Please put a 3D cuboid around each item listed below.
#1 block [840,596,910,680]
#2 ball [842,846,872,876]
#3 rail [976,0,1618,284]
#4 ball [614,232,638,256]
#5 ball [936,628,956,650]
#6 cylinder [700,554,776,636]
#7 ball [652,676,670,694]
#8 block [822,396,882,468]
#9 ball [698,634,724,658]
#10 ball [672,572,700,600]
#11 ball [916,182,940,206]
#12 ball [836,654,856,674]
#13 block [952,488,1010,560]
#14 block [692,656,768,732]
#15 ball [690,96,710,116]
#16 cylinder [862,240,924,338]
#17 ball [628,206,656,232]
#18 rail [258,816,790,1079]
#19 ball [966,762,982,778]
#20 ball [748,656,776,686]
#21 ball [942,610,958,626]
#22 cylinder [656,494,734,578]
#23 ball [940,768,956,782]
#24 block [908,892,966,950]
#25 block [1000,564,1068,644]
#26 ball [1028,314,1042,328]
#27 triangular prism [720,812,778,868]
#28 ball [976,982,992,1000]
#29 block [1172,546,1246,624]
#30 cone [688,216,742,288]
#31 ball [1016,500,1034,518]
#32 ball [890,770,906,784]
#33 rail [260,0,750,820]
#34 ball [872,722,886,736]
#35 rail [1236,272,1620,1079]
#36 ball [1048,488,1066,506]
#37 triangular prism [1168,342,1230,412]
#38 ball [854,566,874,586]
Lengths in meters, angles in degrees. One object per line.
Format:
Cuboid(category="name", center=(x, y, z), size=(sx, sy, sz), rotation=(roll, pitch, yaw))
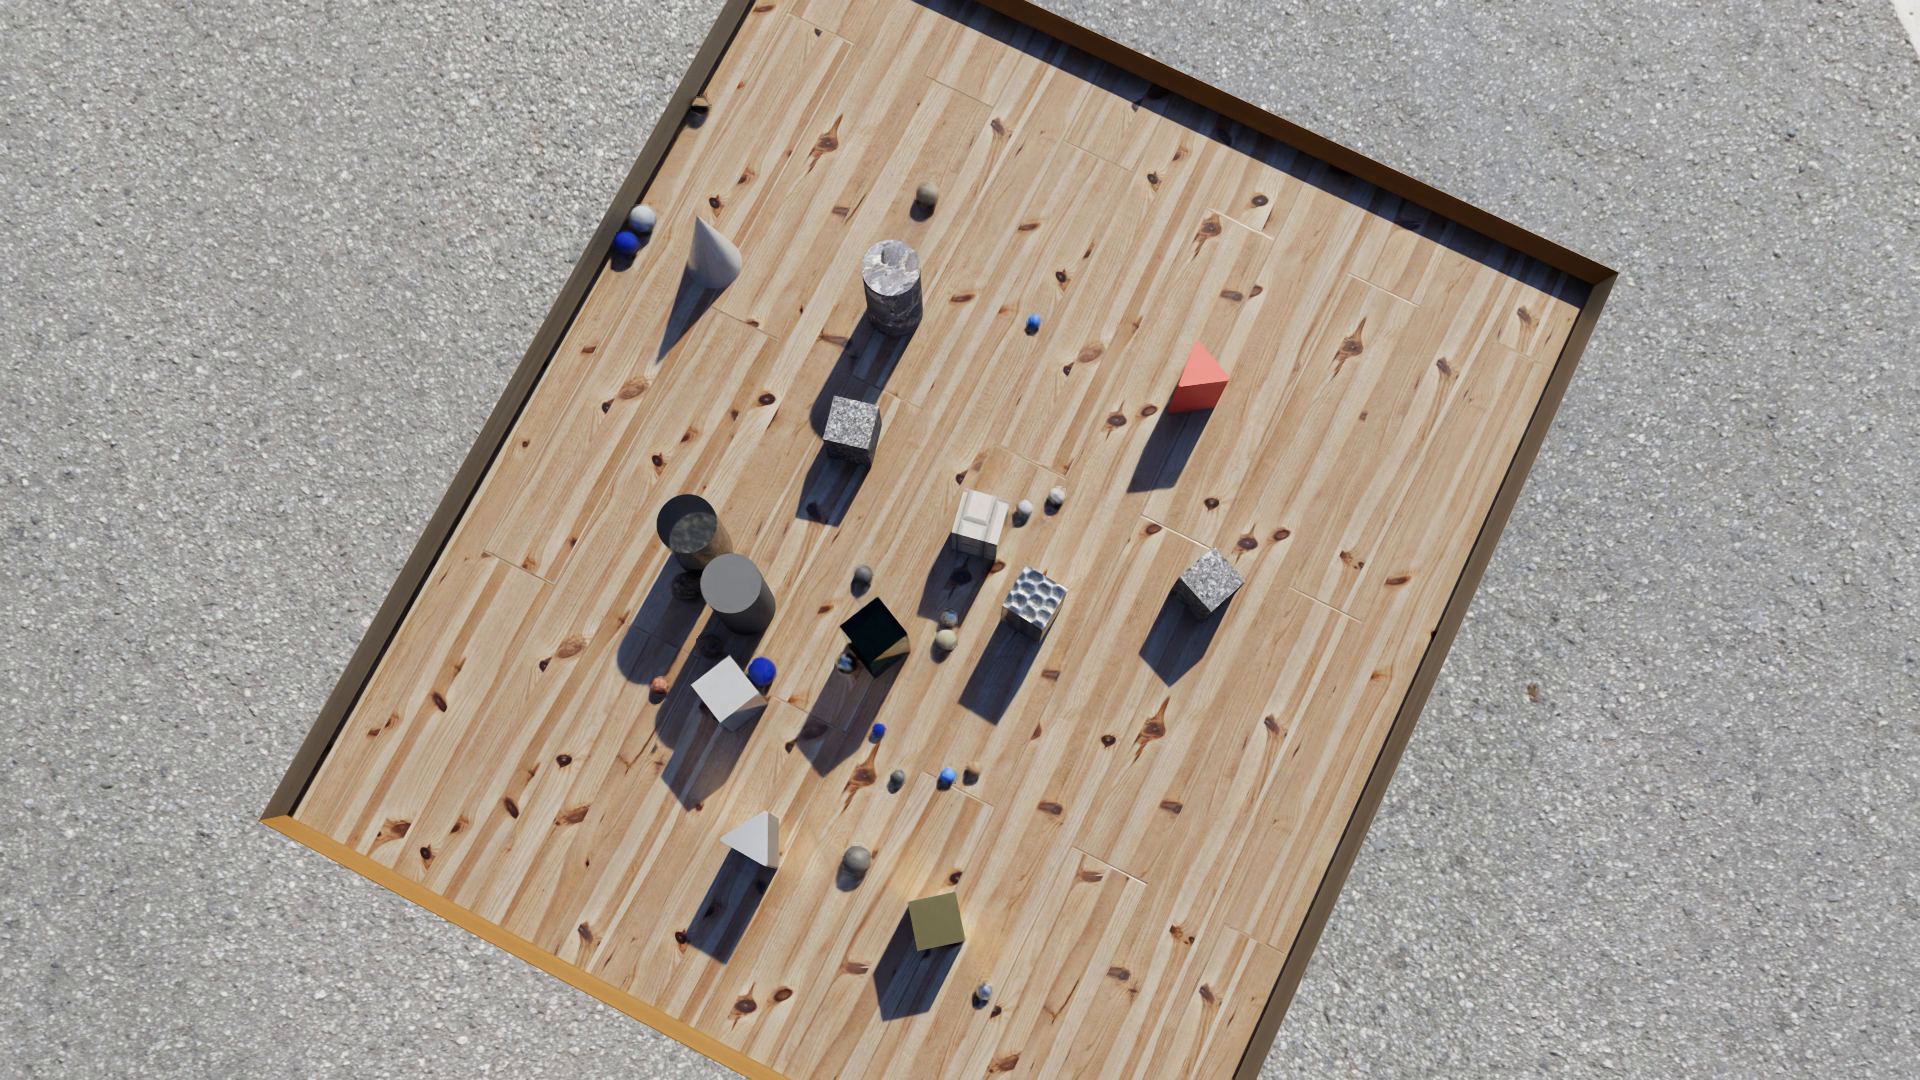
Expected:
Cuboid(category="block", center=(-0.246, 0.291, 5.381), size=(0.138, 0.344, 0.138), rotation=(-38, 81, -7))
Cuboid(category="ball", center=(-0.303, 0.940, 5.378), size=(0.085, 0.085, 0.085), rotation=(0, 78, 0))
Cuboid(category="rail", center=(0.734, -1.432, 5.853), size=(2.903, 0.112, 0.045), rotation=(26, 80, 5))
Cuboid(category="ball", center=(-1.051, -0.933, 5.770), size=(0.076, 0.076, 0.076), rotation=(0, 78, 0))
Cuboid(category="ball", center=(-0.043, 0.300, 5.522), size=(0.063, 0.063, 0.063), rotation=(0, 78, 0))
Cuboid(category="cylinder", center=(-0.647, 0.163, 5.374), size=(0.173, 0.407, 0.173), rotation=(0, 78, 0))
Cuboid(category="ball", center=(-0.899, 0.437, 5.499), size=(0.052, 0.052, 0.052), rotation=(0, 78, 0))
Cuboid(category="block", center=(-0.325, -0.328, 5.571), size=(0.138, 0.221, 0.138), rotation=(13, 79, 3))
Cuboid(category="ball", center=(-0.750, 0.318, 5.512), size=(0.075, 0.075, 0.075), rotation=(0, 78, 0))
Cuboid(category="ball", center=(-0.829, 0.140, 5.545), size=(0.082, 0.082, 0.082), rotation=(0, 78, 0))
Cuboid(category="ball", center=(-0.101, -1.095, 5.804), size=(0.074, 0.074, 0.074), rotation=(0, 78, 0))
Cuboid(category="ball", center=(-0.340, 0.372, 5.508), size=(0.061, 0.061, 0.061), rotation=(0, 78, 0))
Cuboid(category="block", center=(0.061, -0.045, 5.502), size=(0.138, 0.242, 0.138), rotation=(16, 79, 3))
Cuboid(category="block", center=(-0.673, 0.454, 5.381), size=(0.138, 0.277, 0.138), rotation=(-38, 81, -7))
Cuboid(category="ball", center=(-0.832, -1.391, 5.872), size=(0.061, 0.061, 0.061), rotation=(0, 78, 0))
Cuboid(category="cylinder", center=(-0.203, -0.759, 5.570), size=(0.173, 0.397, 0.173), rotation=(0, 78, 0))
Cuboid(category="ball", center=(-1.003, -1.012, 5.781), size=(0.085, 0.085, 0.085), rotation=(0, 78, 0))
Cuboid(category="rail", center=(-0.734, 1.444, 5.260), size=(2.903, 0.112, 0.045), rotation=(26, 80, 5))
Cuboid(category="ball", center=(0.043, 0.682, 5.451), size=(0.046, 0.046, 0.046), rotation=(0, 78, 0))
Cuboid(category="ball", center=(-0.594, 0.393, 5.491), size=(0.087, 0.087, 0.087), rotation=(0, 78, 0))
Cuboid(category="ball", center=(-0.033, 0.237, 5.543), size=(0.048, 0.048, 0.048), rotation=(0, 78, 0))
Cuboid(category="cylinder", center=(-0.781, -0.008, 5.423), size=(0.173, 0.382, 0.173), rotation=(0, 78, 0))
Cuboid(category="ball", center=(-0.035, 0.699, 5.448), size=(0.047, 0.047, 0.047), rotation=(0, 78, 0))
Cuboid(category="block", center=(-0.066, 1.096, 5.268), size=(0.138, 0.238, 0.138), rotation=(-11, 79, -2))
Cuboid(category="block", center=(0.216, 0.194, 5.429), size=(0.138, 0.288, 0.138), rotation=(31, 80, 6))
Cuboid(category="ball", center=(0.235, -0.686, 5.737), size=(0.041, 0.041, 0.041), rotation=(0, 78, 0))
Cuboid(category="triangular prism", center=(-0.573, 0.847, 5.278), size=(0.150, 0.320, 0.130), rotation=(29, 80, 6))
Cuboid(category="ball", center=(0.071, 1.310, 5.320), size=(0.049, 0.049, 0.049), rotation=(0, 78, 0))
Cuboid(category="block", center=(0.739, 0.137, 5.472), size=(0.138, 0.227, 0.138), rotation=(-41, 81, -8))
Cuboid(category="cone", center=(-0.776, -0.918, 5.600), size=(0.173, 0.404, 0.173), rotation=(0, 78, 0))
Cuboid(category="ball", center=(0.198, -0.096, 5.610), size=(0.051, 0.051, 0.051), rotation=(0, 78, 0))
Cuboid(category="ball", center=(-0.183, 0.704, 5.448), size=(0.045, 0.045, 0.045), rotation=(0, 78, 0))
Cuboid(category="rail", center=(-1.277, -0.619, 5.686), size=(0.045, 0.112, 3.330), rotation=(26, 80, 5))
Cuboid(category="ball", center=(-0.242, 0.567, 5.478), size=(0.040, 0.040, 0.040), rotation=(0, 78, 0))
Cuboid(category="rail", center=(1.277, 0.631, 5.427), size=(0.045, 0.112, 3.330), rotation=(26, 80, 5))
Cuboid(category="ball", center=(0.297, -0.133, 5.617), size=(0.052, 0.052, 0.052), rotation=(0, 78, 0))
Cuboid(category="triangular prism", center=(0.713, -0.498, 5.568), size=(0.150, 0.295, 0.130), rotation=(-8, 78, -2))
Cuboid(category="ball", center=(-0.292, 0.109, 5.564), size=(0.058, 0.058, 0.058), rotation=(0, 78, 0))
